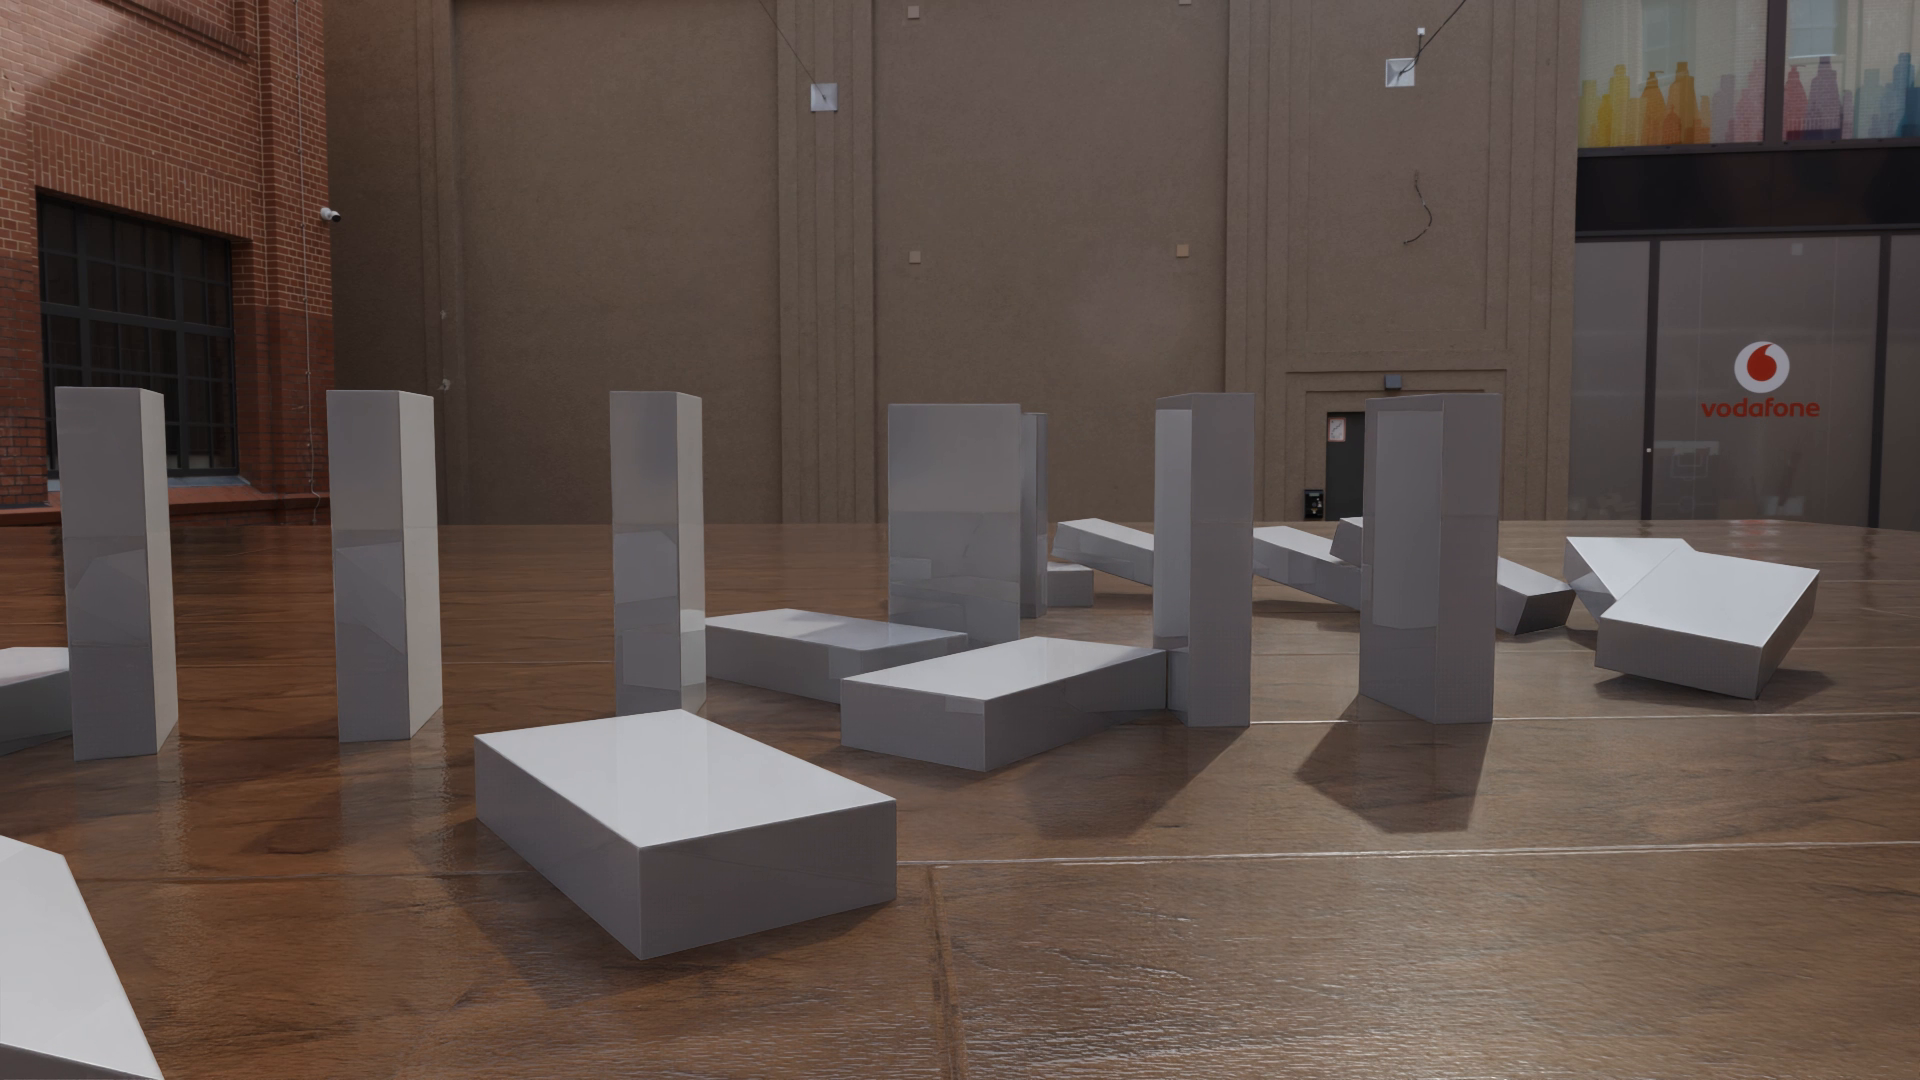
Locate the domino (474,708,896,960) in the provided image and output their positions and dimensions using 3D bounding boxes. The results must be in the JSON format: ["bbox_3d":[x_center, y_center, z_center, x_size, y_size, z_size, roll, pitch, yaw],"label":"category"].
[{"bbox_3d":[-0.031,0.028,0.133,0.025,0.010,0.050,-3,5,-35],"label":"domino"}]

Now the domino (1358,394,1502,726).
[{"bbox_3d":[0.075,0.002,0.206,0.009,0.050,0.025,-1,4,-9],"label":"domino"}]

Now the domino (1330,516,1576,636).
[{"bbox_3d":[0.118,0.007,0.309,0.025,0.009,0.050,-3,23,-41],"label":"domino"}]

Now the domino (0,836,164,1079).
[{"bbox_3d":[-0.069,0.026,0.080,0.025,0.009,0.050,37,-20,-36],"label":"domino"}]

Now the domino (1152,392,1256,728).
[{"bbox_3d":[0.038,0.002,0.204,0.009,0.050,0.025,0,4,-4],"label":"domino"}]

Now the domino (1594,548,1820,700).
[{"bbox_3d":[0.139,0.014,0.237,0.025,0.009,0.050,12,22,40],"label":"domino"}]

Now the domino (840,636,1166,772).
[{"bbox_3d":[0.008,0.023,0.194,0.025,0.009,0.050,3,5,37],"label":"domino"}]

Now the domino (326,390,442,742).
[{"bbox_3d":[-0.086,0.003,0.194,0.009,0.050,0.025,-1,4,-12],"label":"domino"}]

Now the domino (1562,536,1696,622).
[{"bbox_3d":[0.150,0.011,0.278,0.025,0.009,0.050,1,18,12],"label":"domino"}]

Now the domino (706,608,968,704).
[{"bbox_3d":[-0.025,0.020,0.232,0.050,0.010,0.025,4,6,43],"label":"domino"}]

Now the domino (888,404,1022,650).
[{"bbox_3d":[-0.001,-0.001,0.247,0.025,0.050,0.010,0,4,-1],"label":"domino"}]

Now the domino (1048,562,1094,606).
[{"bbox_3d":[0.009,0.012,0.345,0.050,0.009,0.025,-1,4,-8],"label":"domino"}]

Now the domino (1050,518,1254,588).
[{"bbox_3d":[0.053,0.006,0.356,0.050,0.009,0.025,18,13,29],"label":"domino"}]

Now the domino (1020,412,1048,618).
[{"bbox_3d":[0.009,-0.006,0.320,0.025,0.050,0.010,2,5,20],"label":"domino"}]

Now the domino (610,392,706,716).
[{"bbox_3d":[-0.046,0.003,0.198,0.009,0.050,0.025,0,4,-3],"label":"domino"}]

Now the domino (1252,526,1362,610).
[{"bbox_3d":[0.097,0.008,0.334,0.025,0.009,0.050,-4,18,-41],"label":"domino"}]

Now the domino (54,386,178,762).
[{"bbox_3d":[-0.120,0.004,0.183,0.009,0.050,0.025,-2,5,-25],"label":"domino"}]

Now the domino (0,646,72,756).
[{"bbox_3d":[-0.143,0.024,0.184,0.025,0.010,0.050,0,4,3],"label":"domino"}]
